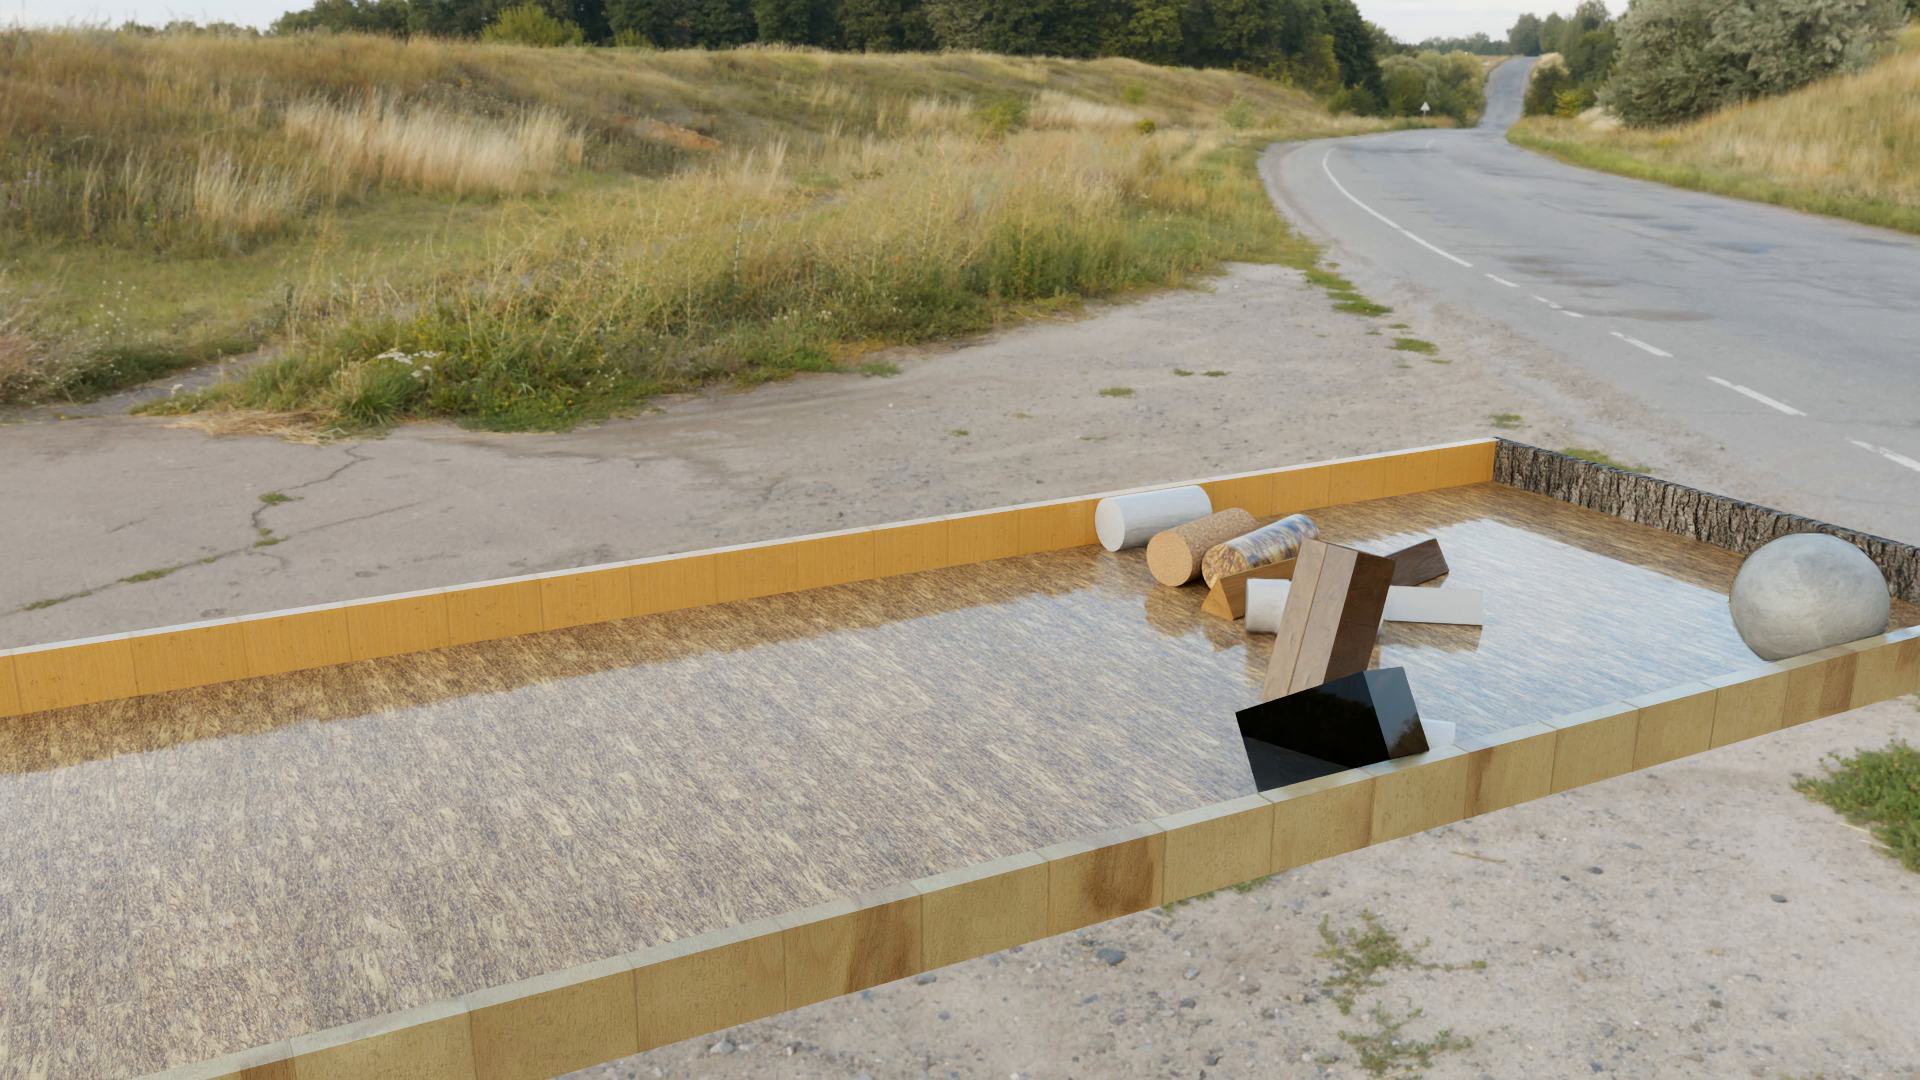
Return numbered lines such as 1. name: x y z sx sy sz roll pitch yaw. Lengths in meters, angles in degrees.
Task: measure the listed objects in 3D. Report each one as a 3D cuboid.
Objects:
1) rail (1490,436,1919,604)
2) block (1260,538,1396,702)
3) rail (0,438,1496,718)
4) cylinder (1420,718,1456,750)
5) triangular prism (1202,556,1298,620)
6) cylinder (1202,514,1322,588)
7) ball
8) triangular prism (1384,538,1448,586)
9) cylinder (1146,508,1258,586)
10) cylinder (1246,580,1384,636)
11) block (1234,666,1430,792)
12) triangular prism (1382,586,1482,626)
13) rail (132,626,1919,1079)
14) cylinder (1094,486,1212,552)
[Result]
1. rail: 2.466 -0.048 5.253 0.050 0.150 2.100 -9 18 -27
2. block: 0.864 0.213 3.872 0.158 0.398 0.158 10 6 -42
3. rail: -3.305 0.497 3.399 12.000 0.150 0.050 -9 18 -27
4. cylinder: 0.905 0.448 3.575 0.314 0.146 0.146 6 17 18
5. triangular prism: 0.895 0.119 4.750 0.441 0.106 0.123 -12 20 -36
6. cylinder: 0.907 0.042 4.940 0.154 0.154 0.436 13 21 38
7. ball: 2.147 0.160 4.172 0.359 0.359 0.359 0 16 0
8. triangular prism: 1.311 0.076 4.912 0.382 0.097 0.113 -15 22 -42
9. cylinder: 0.741 0.018 4.998 0.166 0.166 0.363 15 22 41
10. cylinder: 0.957 0.184 4.474 0.354 0.144 0.144 2 17 7
11. block: 0.767 0.395 3.409 0.310 0.178 0.178 -25 -16 38
12. triangular prism: 1.246 0.171 4.608 0.408 0.087 0.101 3 17 9
13. rail: -2.336 1.006 1.665 12.000 0.150 0.050 -9 18 -27
14. cylinder: 0.622 -0.071 5.293 0.337 0.172 0.172 -9 18 -27
